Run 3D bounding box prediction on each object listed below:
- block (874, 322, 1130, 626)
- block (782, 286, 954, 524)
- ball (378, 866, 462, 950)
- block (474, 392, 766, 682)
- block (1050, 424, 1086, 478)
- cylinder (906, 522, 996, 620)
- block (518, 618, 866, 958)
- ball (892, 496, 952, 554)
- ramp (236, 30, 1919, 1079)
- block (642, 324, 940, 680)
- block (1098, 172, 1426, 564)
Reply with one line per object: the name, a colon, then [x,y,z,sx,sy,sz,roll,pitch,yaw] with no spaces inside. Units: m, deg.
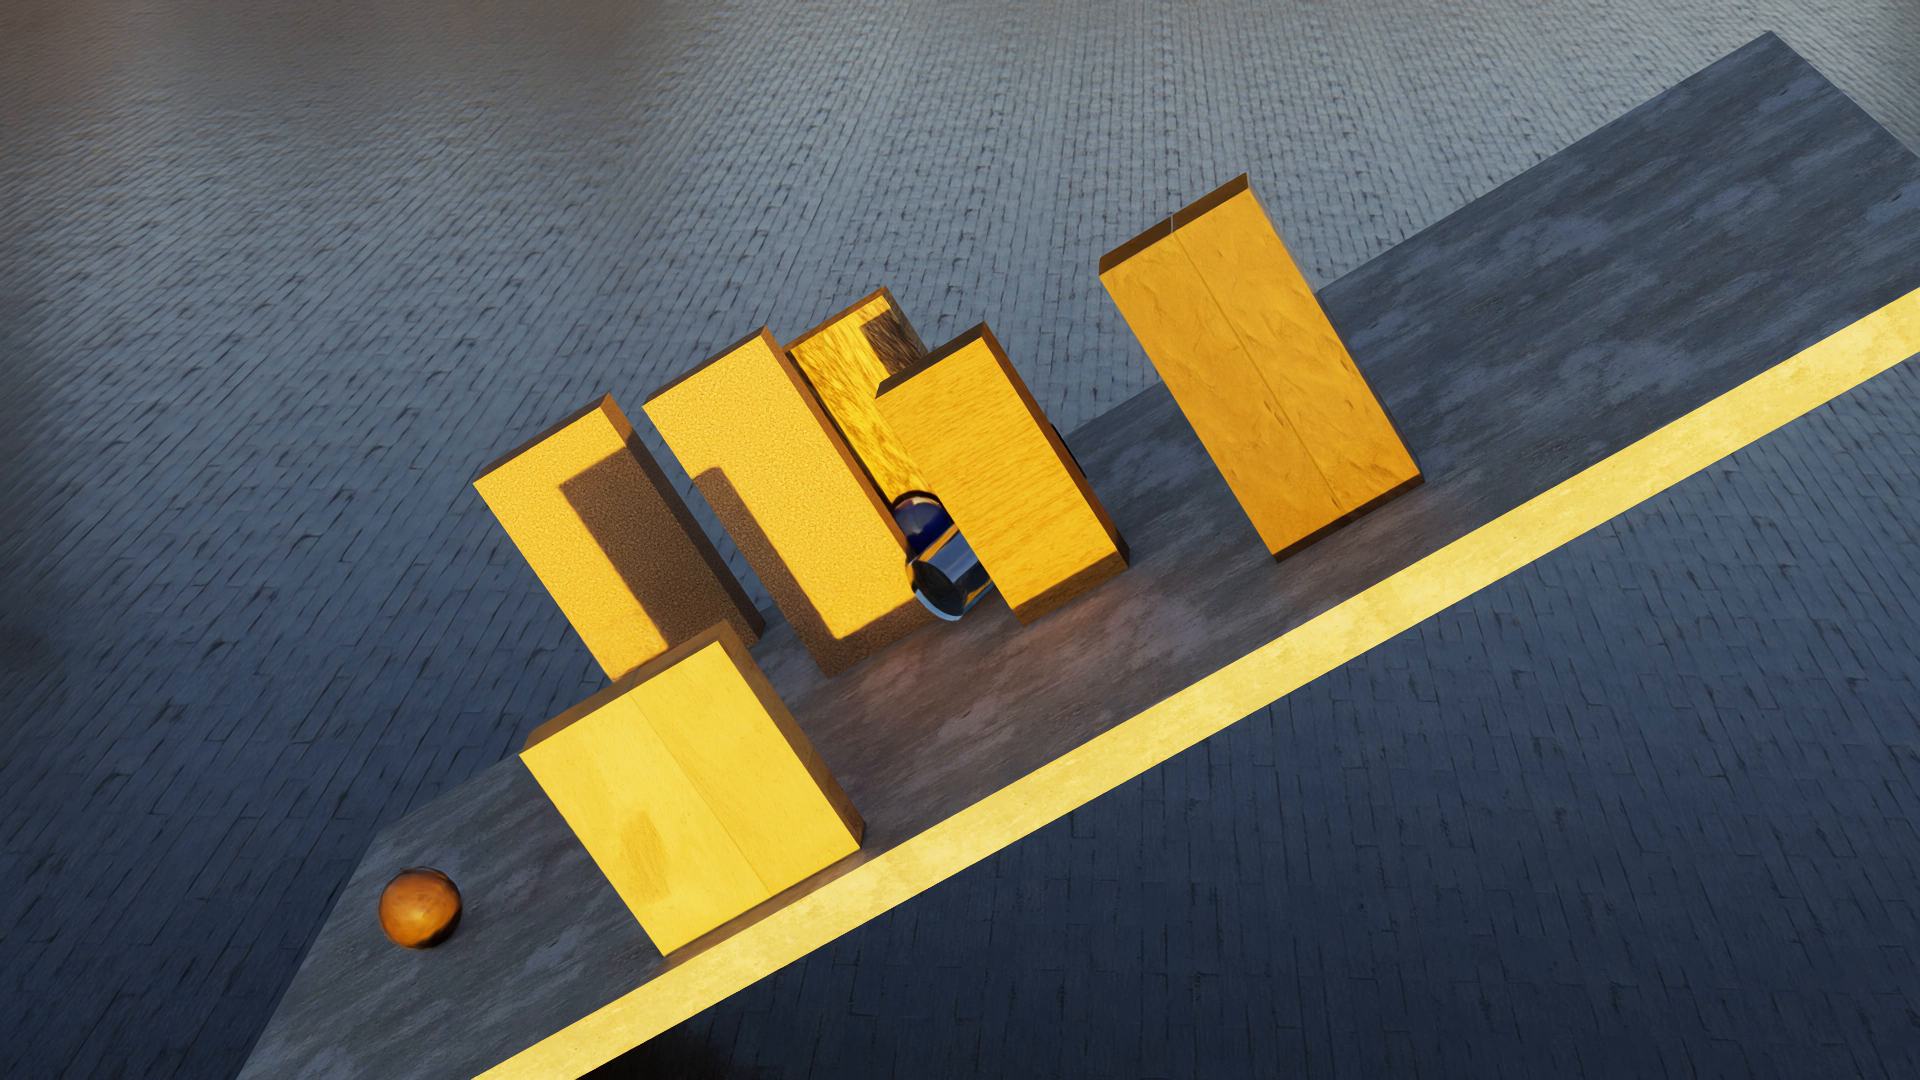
block: [0.090,-0.133,6.035,0.254,0.573,0.124,-30,15,13]
block: [-0.148,-0.209,6.636,0.353,0.641,0.088,-30,15,13]
ball: [-1.186,0.809,6.469,0.181,0.181,0.181,0,20,0]
block: [-0.824,0.034,7.167,0.372,0.695,0.124,-30,15,13]
block: [0.161,-0.150,6.768,0.152,0.152,0.152,-15,23,50]
cylinder: [-0.002,0.063,6.413,0.163,0.163,0.163,18,48,41]
block: [-0.497,0.469,5.517,0.445,0.486,0.112,-30,15,13]
ball: [-0.090,-0.026,6.577,0.140,0.140,0.140,0,20,0]
ramp: [0.141,0.169,6.290,4.000,0.100,2.000,-30,15,13]
block: [-0.358,-0.078,6.458,0.308,0.743,0.087,-30,15,13]
block: [0.563,-0.317,5.481,0.315,0.651,0.135,-30,15,13]
